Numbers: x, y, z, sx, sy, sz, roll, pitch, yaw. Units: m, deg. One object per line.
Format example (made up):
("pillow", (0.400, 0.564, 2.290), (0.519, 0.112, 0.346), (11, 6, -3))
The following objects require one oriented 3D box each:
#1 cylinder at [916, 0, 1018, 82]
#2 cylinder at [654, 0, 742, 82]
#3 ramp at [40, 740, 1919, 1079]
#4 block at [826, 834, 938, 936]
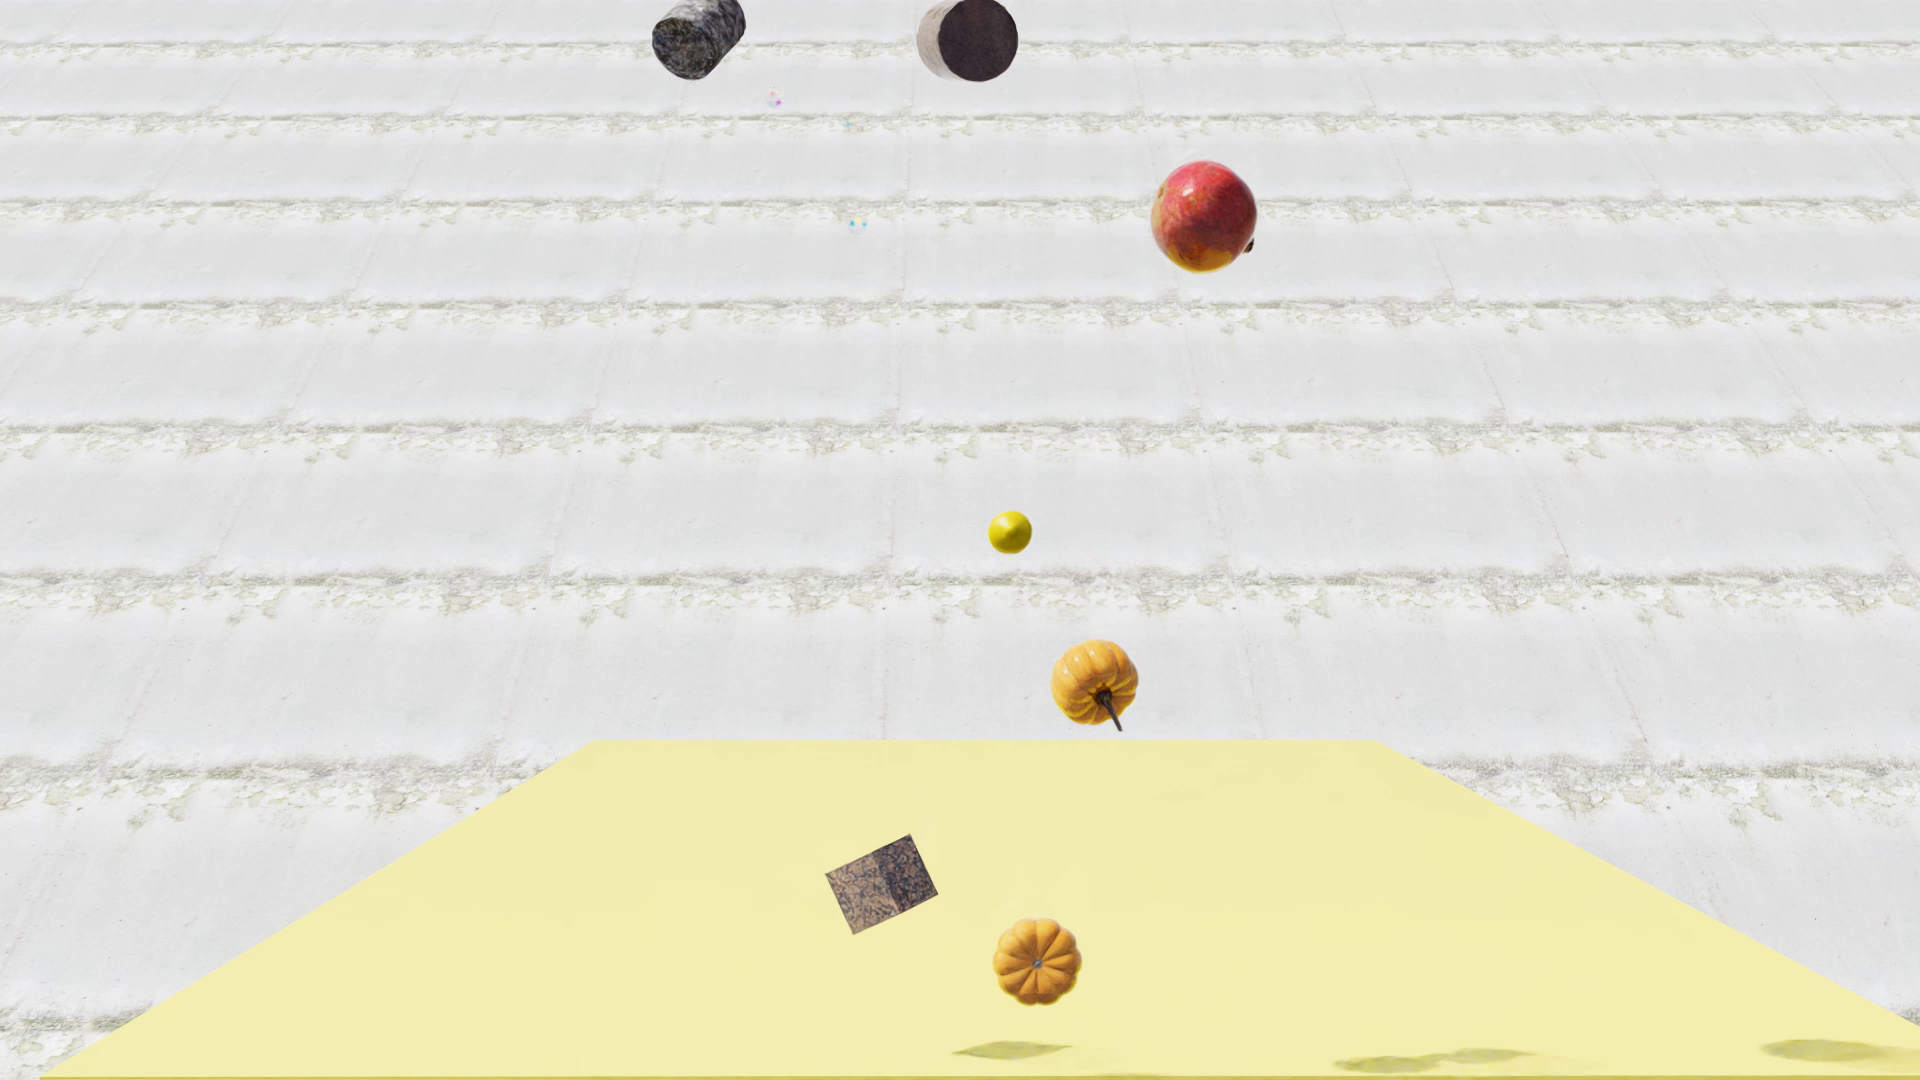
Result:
("cylinder", (0.006, -0.461, 2.384), (0.076, 0.076, 0.076), (-8, 13, -15))
("cylinder", (-0.261, -0.508, 2.583), (0.070, 0.070, 0.070), (8, 53, 14))
("ramp", (0.064, 0.578, 4.623), (2.000, 0.100, 4.000), (0, 0, 0))
("block", (-0.082, 0.363, 2.726), (0.071, 0.071, 0.071), (-29, -7, 35))
